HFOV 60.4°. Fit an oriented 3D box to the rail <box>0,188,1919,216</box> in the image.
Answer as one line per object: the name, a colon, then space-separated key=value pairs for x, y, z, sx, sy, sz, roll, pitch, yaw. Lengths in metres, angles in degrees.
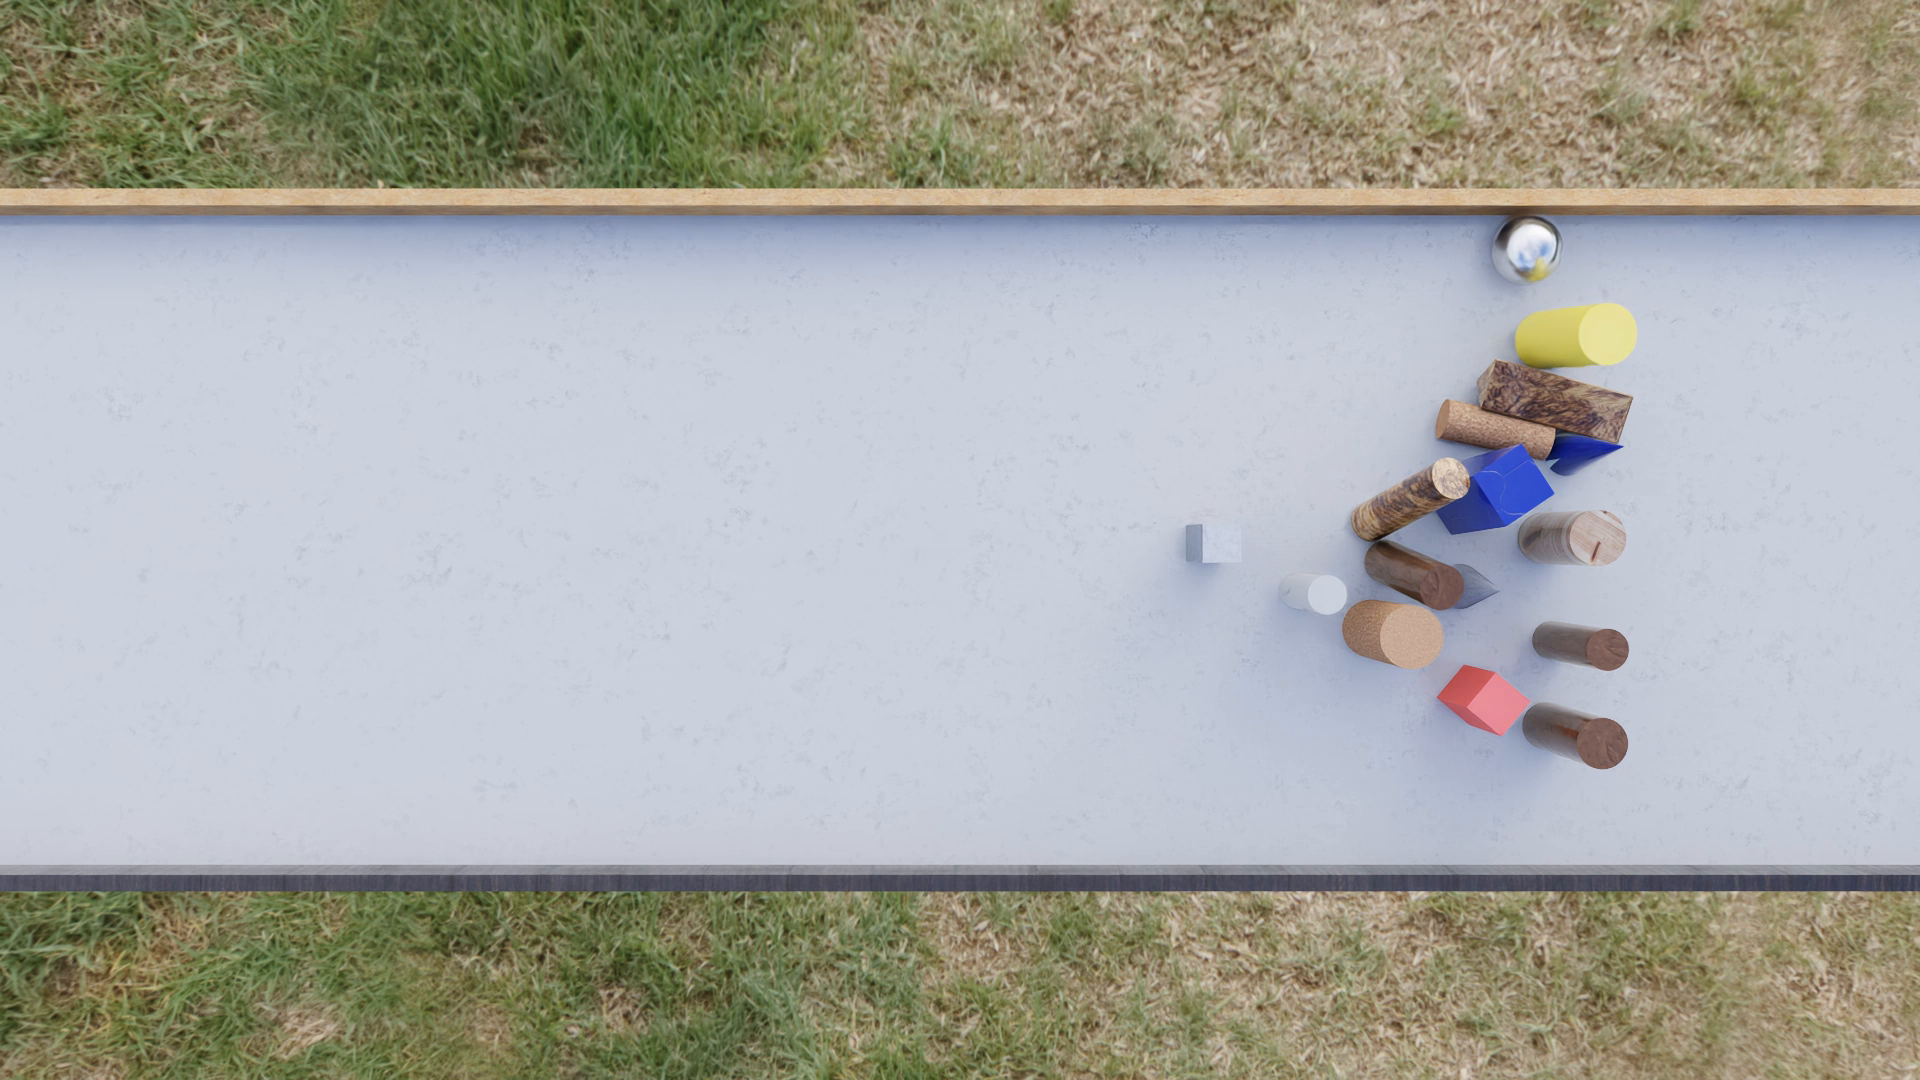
rail: x=-2.247 y=-1.025 z=5.002 sx=12.000 sy=0.150 sz=0.050 roll=0 pitch=90 yaw=0

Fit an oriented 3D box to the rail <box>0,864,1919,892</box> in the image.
rail: x=-2.247 y=1.025 z=5.001 sx=12.000 sy=0.150 sz=0.050 roll=0 pitch=90 yaw=0

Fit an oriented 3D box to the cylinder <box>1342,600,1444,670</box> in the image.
cylinder: x=1.266 y=0.273 z=4.848 sx=0.179 sy=0.457 sz=0.179 roll=0 pitch=90 yaw=0

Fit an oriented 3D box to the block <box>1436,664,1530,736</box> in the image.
block: x=1.560 y=0.476 z=4.925 sx=0.132 sy=0.302 sz=0.132 roll=40 pitch=90 yaw=0

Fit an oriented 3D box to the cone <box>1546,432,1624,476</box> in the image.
cone: x=1.866 y=-0.263 z=4.852 sx=0.133 sy=0.449 sz=0.133 roll=0 pitch=90 yaw=0

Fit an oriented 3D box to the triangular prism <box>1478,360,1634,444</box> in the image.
triangular prism: x=1.798 y=-0.438 z=4.978 sx=0.426 sy=0.149 sz=0.129 roll=15 pitch=129 yaw=0

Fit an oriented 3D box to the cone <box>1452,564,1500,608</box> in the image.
cone: x=1.539 y=0.143 z=4.881 sx=0.140 sy=0.391 sz=0.140 roll=0 pitch=90 yaw=0

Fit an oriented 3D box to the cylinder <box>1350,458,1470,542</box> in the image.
cylinder: x=1.317 y=-0.114 z=4.848 sx=0.122 sy=0.445 sz=0.122 roll=5 pitch=73 yaw=-16

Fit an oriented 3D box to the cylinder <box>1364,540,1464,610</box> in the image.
cylinder: x=1.335 y=0.100 z=4.868 sx=0.132 sy=0.398 sz=0.132 roll=-2 pitch=101 yaw=-9

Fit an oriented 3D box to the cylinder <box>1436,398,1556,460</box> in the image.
cylinder: x=1.627 y=-0.335 z=5.016 sx=0.325 sy=0.122 sz=0.122 roll=12 pitch=90 yaw=0

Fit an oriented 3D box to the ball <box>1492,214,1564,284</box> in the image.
ball: x=1.710 y=-0.876 z=4.974 sx=0.205 sy=0.205 sz=0.205 roll=0 pitch=90 yaw=0

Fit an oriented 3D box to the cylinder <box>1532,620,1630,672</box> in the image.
cylinder: x=1.821 y=0.309 z=4.856 sx=0.120 sy=0.441 sz=0.120 roll=0 pitch=90 yaw=0

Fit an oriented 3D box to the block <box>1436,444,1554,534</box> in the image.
block: x=1.546 y=-0.144 z=4.856 sx=0.170 sy=0.428 sz=0.170 roll=-33 pitch=89 yaw=-5

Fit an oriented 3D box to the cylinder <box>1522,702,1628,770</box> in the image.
cylinder: x=1.803 y=0.572 z=4.853 sx=0.146 sy=0.447 sz=0.146 roll=0 pitch=90 yaw=0

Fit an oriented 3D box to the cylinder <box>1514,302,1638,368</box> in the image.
cylinder: x=1.810 y=-0.599 z=4.866 sx=0.176 sy=0.401 sz=0.176 roll=-1 pitch=94 yaw=-7

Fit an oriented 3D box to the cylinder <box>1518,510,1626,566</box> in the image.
cylinder: x=1.796 y=-0.005 z=4.859 sx=0.160 sy=0.435 sz=0.160 roll=0 pitch=90 yaw=0

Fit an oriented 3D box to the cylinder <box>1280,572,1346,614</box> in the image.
cylinder: x=1.038 y=0.155 z=4.868 sx=0.111 sy=0.418 sz=0.111 roll=0 pitch=90 yaw=0

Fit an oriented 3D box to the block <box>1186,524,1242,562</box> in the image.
block: x=0.751 y=0.009 z=4.902 sx=0.111 sy=0.349 sz=0.111 roll=0 pitch=90 yaw=0
